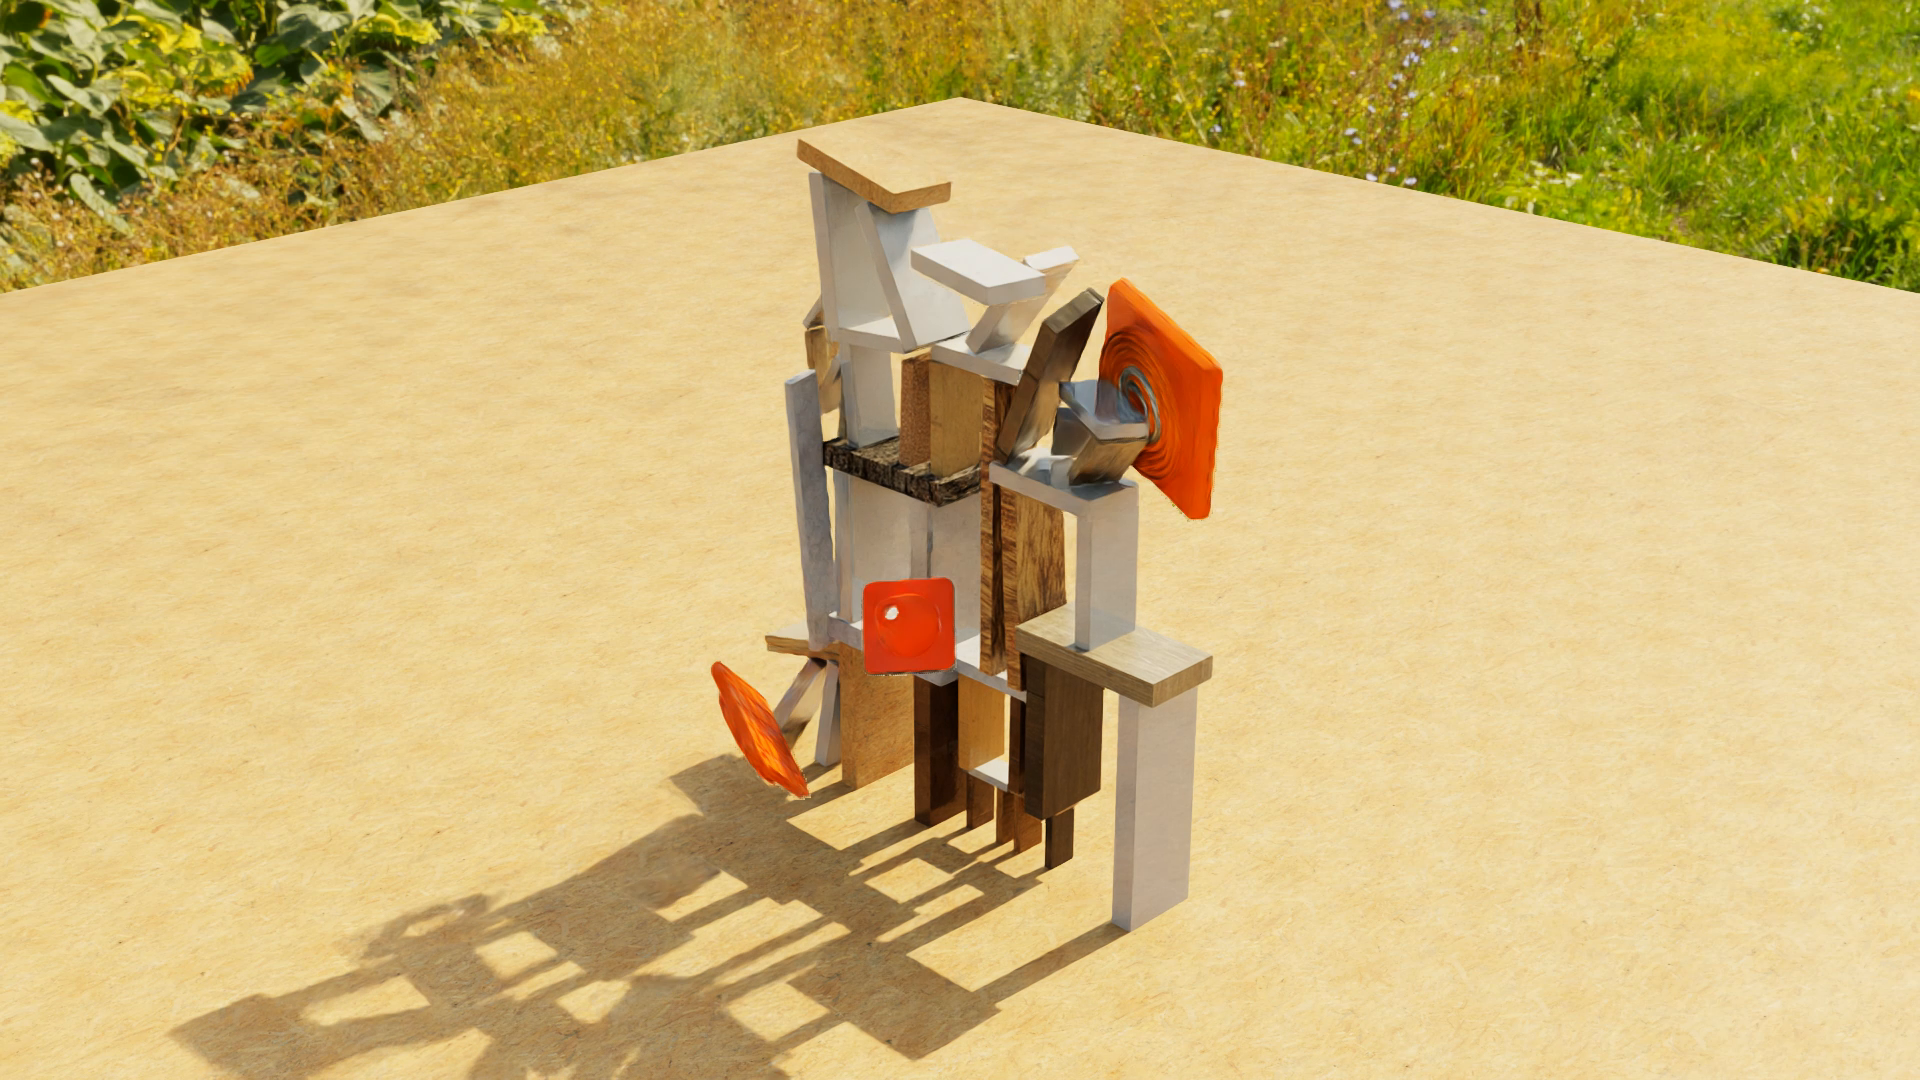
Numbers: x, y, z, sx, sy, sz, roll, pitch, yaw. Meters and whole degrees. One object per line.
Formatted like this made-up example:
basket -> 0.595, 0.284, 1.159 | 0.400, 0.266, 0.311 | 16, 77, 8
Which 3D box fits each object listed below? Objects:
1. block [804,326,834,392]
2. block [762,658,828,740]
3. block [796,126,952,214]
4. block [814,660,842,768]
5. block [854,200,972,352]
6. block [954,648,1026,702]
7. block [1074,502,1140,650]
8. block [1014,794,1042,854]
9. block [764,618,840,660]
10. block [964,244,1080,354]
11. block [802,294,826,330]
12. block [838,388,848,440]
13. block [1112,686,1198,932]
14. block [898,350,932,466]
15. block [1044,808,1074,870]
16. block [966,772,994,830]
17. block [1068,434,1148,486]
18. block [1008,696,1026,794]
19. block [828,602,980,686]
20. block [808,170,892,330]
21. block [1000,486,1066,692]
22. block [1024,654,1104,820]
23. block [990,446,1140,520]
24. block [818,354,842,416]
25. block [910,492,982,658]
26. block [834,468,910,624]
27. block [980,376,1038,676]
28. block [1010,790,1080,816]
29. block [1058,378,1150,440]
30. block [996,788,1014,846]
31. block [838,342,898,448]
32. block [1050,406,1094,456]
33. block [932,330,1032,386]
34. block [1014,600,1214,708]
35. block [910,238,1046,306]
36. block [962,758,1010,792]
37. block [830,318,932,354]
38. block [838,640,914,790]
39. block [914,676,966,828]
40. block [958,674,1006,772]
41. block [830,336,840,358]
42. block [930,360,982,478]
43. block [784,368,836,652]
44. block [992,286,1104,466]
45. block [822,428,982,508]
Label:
block -> -0.276, -0.358, 4.360 | 0.017, 0.121, 0.061 | 1, 13, 38
block -> -0.320, 0.318, 4.714 | 0.036, 0.256, 0.128 | 47, 41, 14
block -> -0.162, -0.690, 4.095 | 0.140, 0.040, 0.281 | -19, 41, -39
block -> -0.233, 0.345, 4.618 | 0.128, 0.256, 0.036 | -21, 43, -41
block -> -0.086, -0.502, 4.080 | 0.140, 0.281, 0.040 | -21, 3, -40
block -> 0.098, 0.255, 4.232 | 0.102, 0.029, 0.203 | -21, 31, -41
block -> 0.264, 0.059, 3.955 | 0.036, 0.255, 0.127 | 20, 30, 41
block -> 0.134, 0.546, 4.312 | 0.018, 0.126, 0.063 | 21, 31, 41
block -> -0.278, 0.207, 4.612 | 0.128, 0.036, 0.256 | -21, 17, -41
block -> 0.110, -0.431, 3.958 | 0.118, 0.236, 0.033 | -22, 70, -41
block -> -0.258, -0.465, 4.317 | 0.061, 0.121, 0.017 | -21, 68, -44
block -> -0.204, -0.277, 4.323 | 0.021, 0.146, 0.073 | 25, 33, 32
block -> 0.357, 0.476, 4.032 | 0.047, 0.475, 0.166 | 21, 31, 41
block -> -0.067, -0.252, 4.184 | 0.029, 0.208, 0.104 | 23, 32, 38
block -> 0.193, 0.569, 4.257 | 0.063, 0.126, 0.018 | -21, 31, -40
block -> 0.041, 0.512, 4.395 | 0.018, 0.124, 0.062 | 22, 31, 40
block -> 0.256, -0.145, 3.828 | 0.091, 0.026, 0.183 | -5, -19, -15
block -> 0.140, 0.379, 4.237 | 0.102, 0.203, 0.029 | -21, 31, -40
block -> -0.095, 0.195, 4.405 | 0.327, 0.046, 0.163 | 21, 31, 41
block -> -0.207, -0.563, 4.198 | 0.140, 0.298, 0.040 | -21, 23, -40
block -> 0.139, 0.076, 4.101 | 0.127, 0.401, 0.036 | -21, 27, -39
block -> 0.197, 0.347, 4.147 | 0.047, 0.331, 0.166 | 21, 31, 40
block -> 0.187, -0.104, 3.966 | 0.127, 0.036, 0.255 | -20, 30, -38
block -> -0.238, -0.312, 4.331 | 0.021, 0.146, 0.073 | 43, 43, 19
block -> -0.023, 0.051, 4.271 | 0.046, 0.324, 0.162 | 22, 31, 40
block -> -0.175, -0.009, 4.412 | 0.046, 0.324, 0.162 | 22, 31, 40
block -> 0.091, -0.031, 4.113 | 0.112, 0.590, 0.032 | -19, 30, -38
block -> 0.164, 0.492, 4.256 | 0.063, 0.018, 0.126 | -21, 31, -41
block -> 0.247, -0.226, 3.781 | 0.091, 0.026, 0.183 | -5, 29, -20
block -> 0.099, 0.535, 4.341 | 0.062, 0.124, 0.018 | -21, 31, -41
block -> -0.178, -0.293, 4.281 | 0.104, 0.208, 0.029 | -21, 25, -41
block -> 0.214, -0.193, 3.946 | 0.091, 0.026, 0.183 | 2, -18, -1
block -> 0.065, -0.334, 4.033 | 0.223, 0.032, 0.112 | 21, 31, 40
block -> 0.278, 0.204, 4.002 | 0.331, 0.047, 0.166 | 21, 31, 40
block -> 0.029, -0.454, 3.718 | 0.118, 0.033, 0.236 | -15, 30, -30
block -> 0.070, 0.458, 4.341 | 0.124, 0.018, 0.062 | 21, 31, 41
block -> -0.139, -0.393, 4.195 | 0.104, 0.029, 0.208 | -21, 25, -40
block -> -0.171, 0.337, 4.547 | 0.046, 0.327, 0.163 | 21, 31, 40
block -> -0.017, 0.397, 4.406 | 0.046, 0.327, 0.163 | 21, 31, 40
block -> 0.043, 0.343, 4.326 | 0.029, 0.205, 0.102 | 21, 31, 41
block -> -0.227, -0.418, 4.294 | 0.017, 0.121, 0.061 | 11, 15, 30
block -> -0.007, -0.240, 4.137 | 0.032, 0.223, 0.112 | 19, 29, 38
block -> -0.291, -0.051, 4.361 | 0.021, 0.597, 0.073 | 18, 35, 34
block -> 0.151, -0.281, 3.843 | 0.118, 0.421, 0.033 | -38, 74, -27
block -> -0.097, -0.149, 4.267 | 0.324, 0.046, 0.162 | 21, 31, 40
